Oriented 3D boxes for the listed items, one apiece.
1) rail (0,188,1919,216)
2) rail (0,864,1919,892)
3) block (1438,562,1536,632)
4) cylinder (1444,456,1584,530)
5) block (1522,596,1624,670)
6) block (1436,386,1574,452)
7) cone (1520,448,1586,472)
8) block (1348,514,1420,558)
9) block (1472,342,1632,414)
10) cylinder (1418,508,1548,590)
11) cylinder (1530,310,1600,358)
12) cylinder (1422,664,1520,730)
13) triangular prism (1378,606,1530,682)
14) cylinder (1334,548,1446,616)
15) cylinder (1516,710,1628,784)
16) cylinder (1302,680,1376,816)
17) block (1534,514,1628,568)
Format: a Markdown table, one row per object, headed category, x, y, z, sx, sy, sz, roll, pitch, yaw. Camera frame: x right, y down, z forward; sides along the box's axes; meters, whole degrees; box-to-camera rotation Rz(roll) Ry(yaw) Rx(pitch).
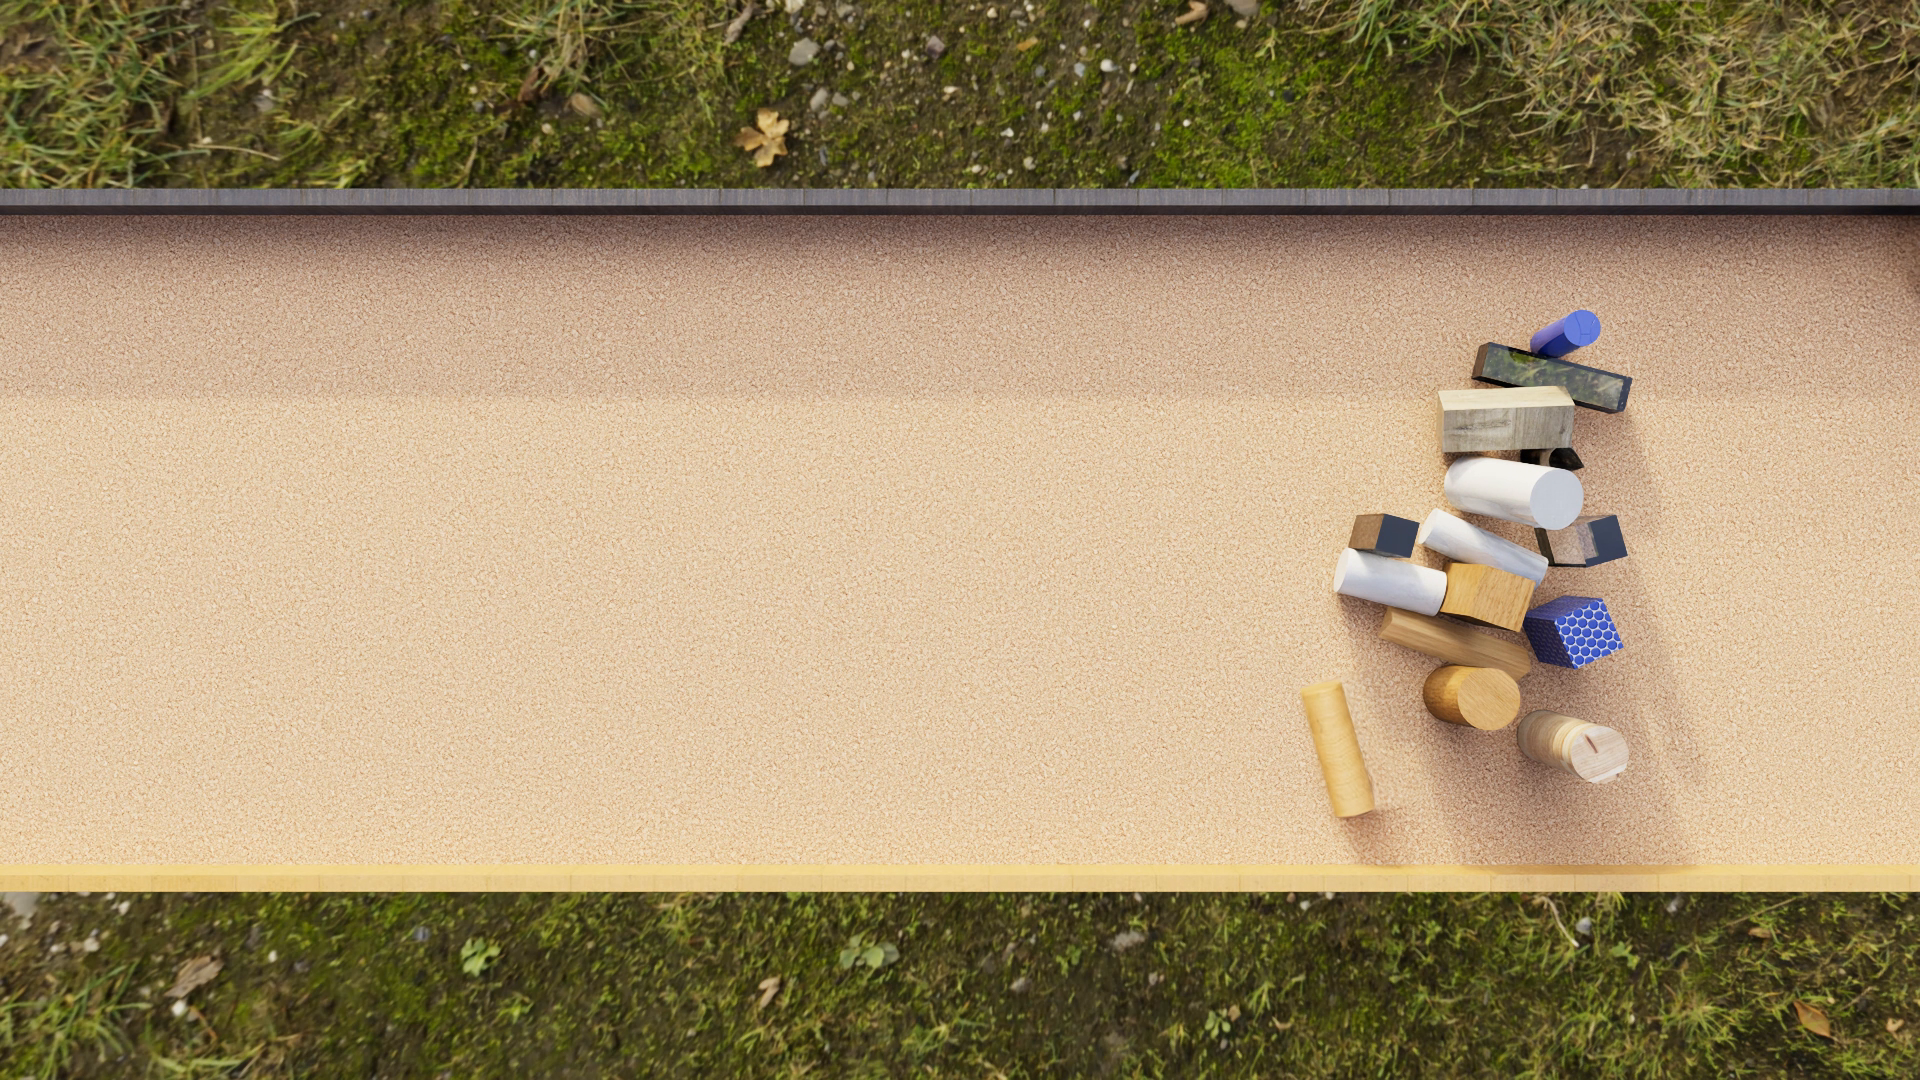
| category | x | y | z | sx | sy | sz | roll | pitch | yaw |
| --- | --- | --- | --- | --- | --- | --- | --- | --- | --- |
| rail | -2.247 | -1.025 | 5.002 | 12.000 | 0.150 | 0.050 | 0 | 90 | 0 |
| rail | -2.247 | 1.025 | 5.001 | 12.000 | 0.150 | 0.050 | 0 | 90 | 0 |
| block | 1.538 | 0.166 | 4.877 | 0.152 | 0.399 | 0.152 | 18 | 90 | 0 |
| cylinder | 1.618 | -0.144 | 4.842 | 0.174 | 0.437 | 0.174 | -2 | 98 | -15 |
| block | 1.820 | 0.272 | 4.926 | 0.155 | 0.302 | 0.155 | -24 | 90 | 0 |
| block | 1.634 | -0.364 | 4.956 | 0.371 | 0.139 | 0.139 | -2 | 119 | 8 |
| cone | 1.803 | -0.236 | 4.914 | 0.161 | 0.303 | 0.161 | 0 | 100 | -1 |
| block | 1.258 | -0.012 | 4.909 | 0.106 | 0.336 | 0.106 | 15 | 90 | 0 |
| block | 1.800 | -0.493 | 5.024 | 0.444 | 0.105 | 0.105 | 14 | 90 | 0 |
| cylinder | 1.590 | 0.032 | 5.017 | 0.364 | 0.120 | 0.120 | 24 | 90 | 0 |
| cylinder | 1.795 | -0.604 | 4.900 | 0.104 | 0.346 | 0.104 | 0 | 89 | 4 |
| cylinder | 1.512 | 0.463 | 4.892 | 0.179 | 0.361 | 0.179 | 0 | 87 | 0 |
| triangular prism | 1.513 | 0.316 | 5.025 | 0.442 | 0.099 | 0.114 | 19 | 90 | 0 |
| cylinder | 1.304 | 0.127 | 5.007 | 0.303 | 0.140 | 0.140 | 14 | 90 | 0 |
| cylinder | 1.793 | 0.602 | 4.849 | 0.161 | 0.454 | 0.161 | 0 | 90 | 0 |
| cylinder | 1.151 | 0.633 | 5.015 | 0.123 | 0.123 | 0.393 | -16 | 90 | 0 |
| block | 1.843 | 0.004 | 4.910 | 0.124 | 0.331 | 0.124 | -16 | 90 | -1 |
